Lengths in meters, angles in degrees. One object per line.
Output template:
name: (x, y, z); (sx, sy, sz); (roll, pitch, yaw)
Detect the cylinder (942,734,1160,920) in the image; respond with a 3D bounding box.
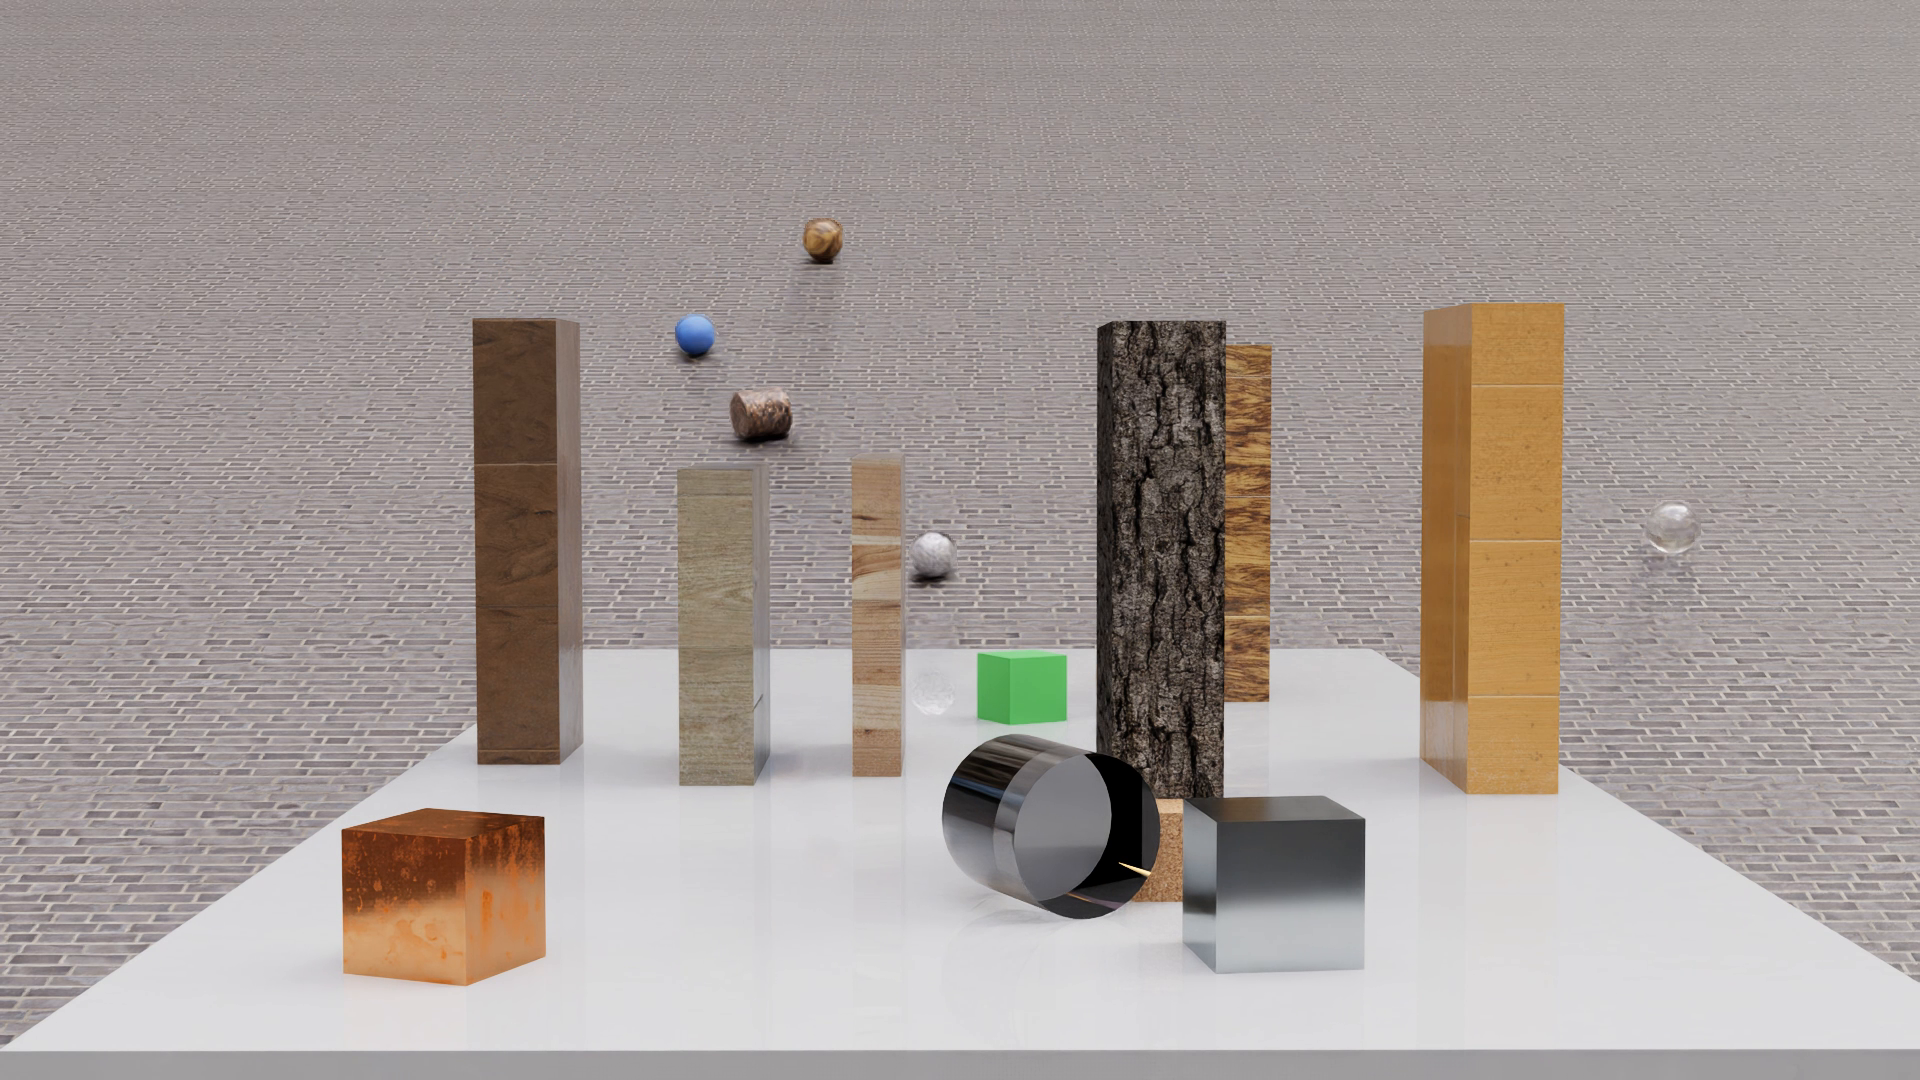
cylinder: (0.113, 0.359, 3.249); (0.205, 0.205, 0.205); (-10, 7, -25)

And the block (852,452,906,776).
block: (-0.141, 0.120, 4.541); (0.082, 0.538, 0.424); (0, 3, 0)

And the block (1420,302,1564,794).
block: (0.892, 0.004, 4.340); (0.147, 0.791, 0.426); (0, 3, 0)

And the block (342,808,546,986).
block: (-0.582, 0.401, 2.907); (0.162, 0.162, 0.162); (1, 4, 23)

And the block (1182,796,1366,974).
block: (0.358, 0.393, 2.954); (0.171, 0.171, 0.171); (0, 3, -8)

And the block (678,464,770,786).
block: (-0.403, 0.134, 4.423); (0.123, 0.523, 0.384); (0, 3, 0)

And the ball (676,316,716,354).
ball: (-0.953, -0.737, 9.257); (0.140, 0.140, 0.140); (0, 21, 0)

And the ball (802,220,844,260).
ball: (-0.560, -1.225, 10.500); (0.166, 0.166, 0.166); (0, 21, 0)

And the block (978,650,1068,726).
block: (0.123, 0.292, 5.109); (0.131, 0.131, 0.131); (-2, 4, -29)

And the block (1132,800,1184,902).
block: (0.276, 0.401, 3.325); (0.114, 0.114, 0.114); (0, 3, 0)

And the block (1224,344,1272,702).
block: (0.577, -0.043, 5.549); (0.145, 0.748, 0.340); (0, 3, 0)

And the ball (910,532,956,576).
ball: (-0.076, 0.042, 7.236); (0.125, 0.125, 0.125); (0, 21, 0)

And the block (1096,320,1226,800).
block: (0.273, 0.074, 3.550); (0.147, 0.741, 0.371); (0, 3, 0)

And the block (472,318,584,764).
block: (-0.771, -0.004, 4.610); (0.144, 0.778, 0.286); (0, 3, 0)

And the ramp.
ramp: (0.049, 0.440, 4.532); (2.000, 0.100, 4.000); (0, 3, 0)

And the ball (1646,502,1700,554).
ball: (2.054, -0.036, 7.405); (0.149, 0.149, 0.149); (0, 21, 0)

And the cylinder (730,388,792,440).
cylinder: (-0.649, -0.410, 8.382); (0.153, 0.153, 0.153); (-10, 23, -25)
